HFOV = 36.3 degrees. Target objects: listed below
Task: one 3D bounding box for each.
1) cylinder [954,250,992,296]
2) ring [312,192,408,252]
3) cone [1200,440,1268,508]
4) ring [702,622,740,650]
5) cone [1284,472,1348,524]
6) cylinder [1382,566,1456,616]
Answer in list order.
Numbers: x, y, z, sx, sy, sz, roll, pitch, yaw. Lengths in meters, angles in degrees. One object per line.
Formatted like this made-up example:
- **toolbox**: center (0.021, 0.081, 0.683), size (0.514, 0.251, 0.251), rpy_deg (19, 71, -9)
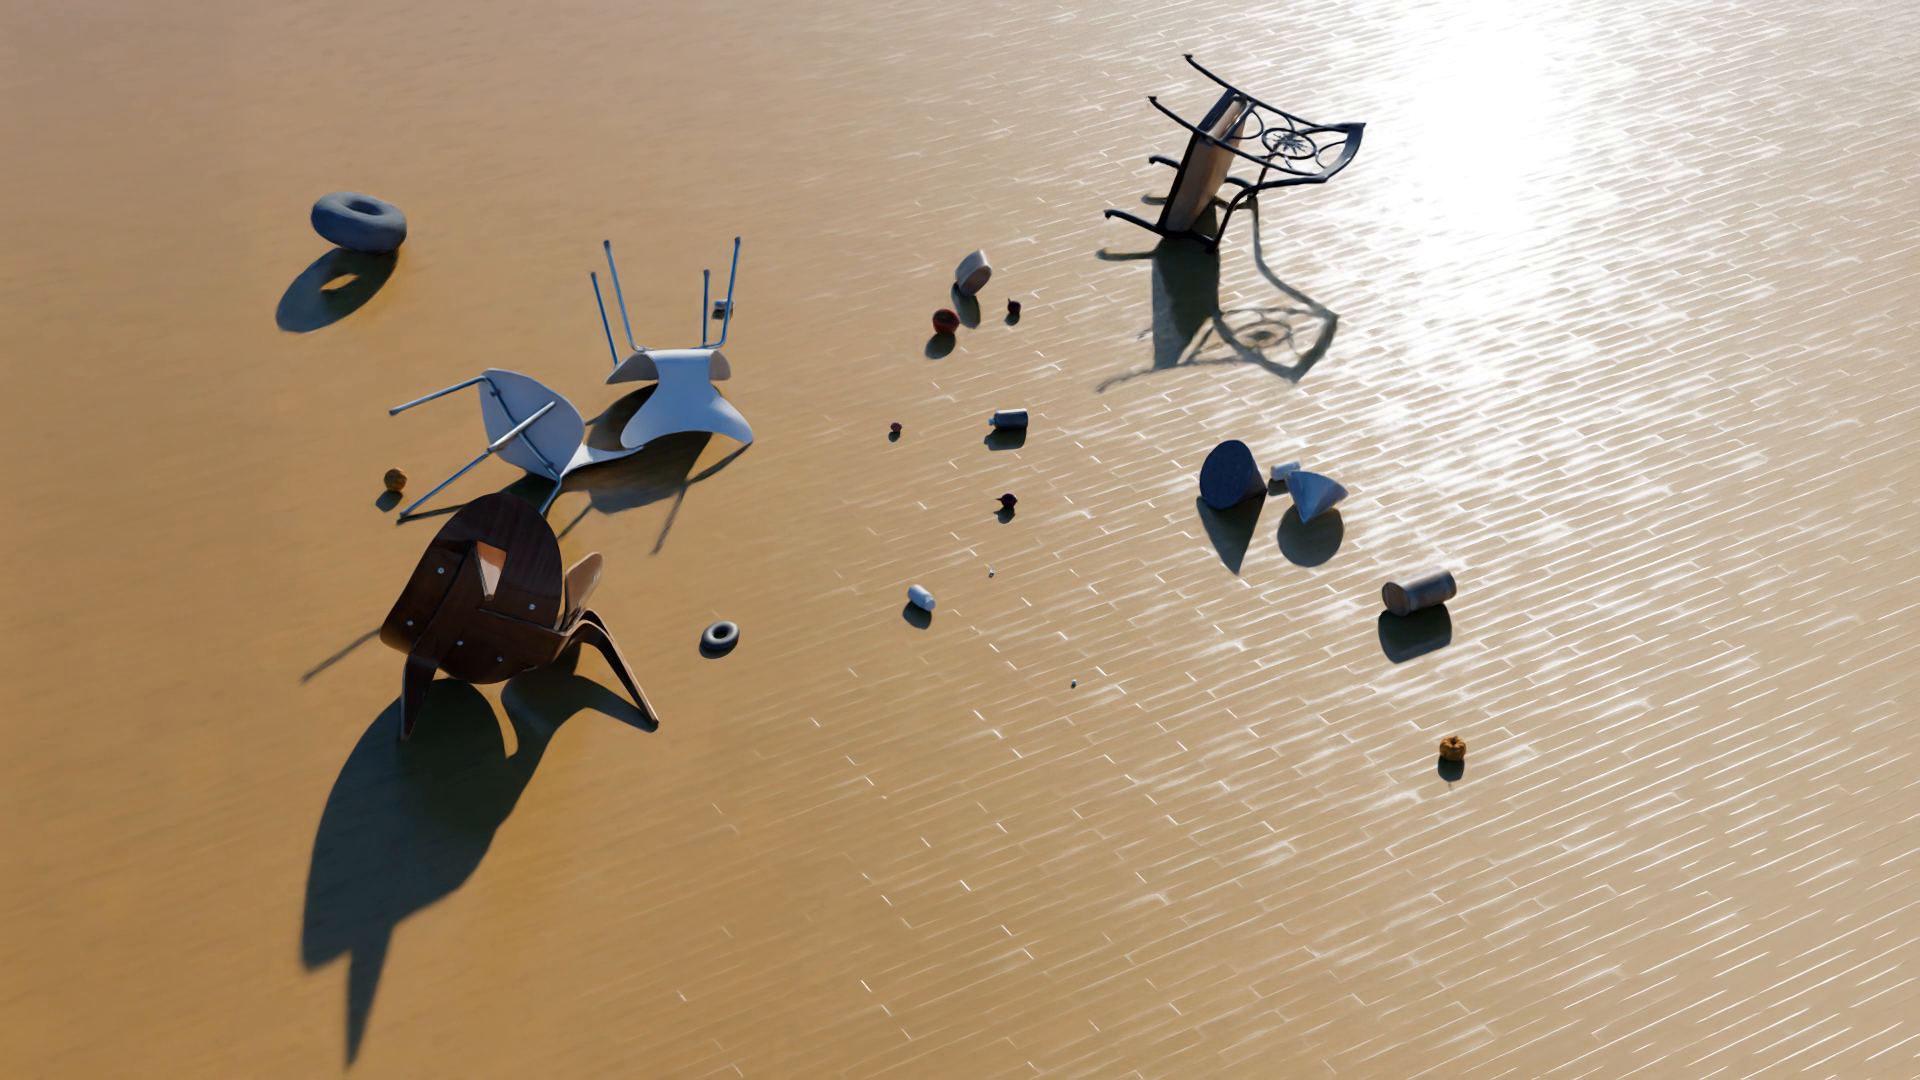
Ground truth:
- **cylinder**: center (0.055, -1.141, 12.548), size (0.083, 0.176, 0.151), rpy_deg (35, 21, -28)
- **ring**: center (-2.618, -1.386, 12.793), size (0.405, 0.165, 0.484), rpy_deg (22, 18, 7)
- **cone**: center (1.094, -0.218, 11.168), size (0.219, 0.273, 0.314), rpy_deg (20, 1, -33)
- **ring**: center (-0.850, 0.339, 10.405), size (0.130, 0.029, 0.171), rpy_deg (12, 35, 16)
- **cone**: center (1.322, -0.131, 11.063), size (0.252, 0.208, 0.170), rpy_deg (14, 67, 17)
- **cylinder**: center (1.651, 0.183, 10.545), size (0.211, 0.129, 0.168), rpy_deg (-18, 17, -25)
